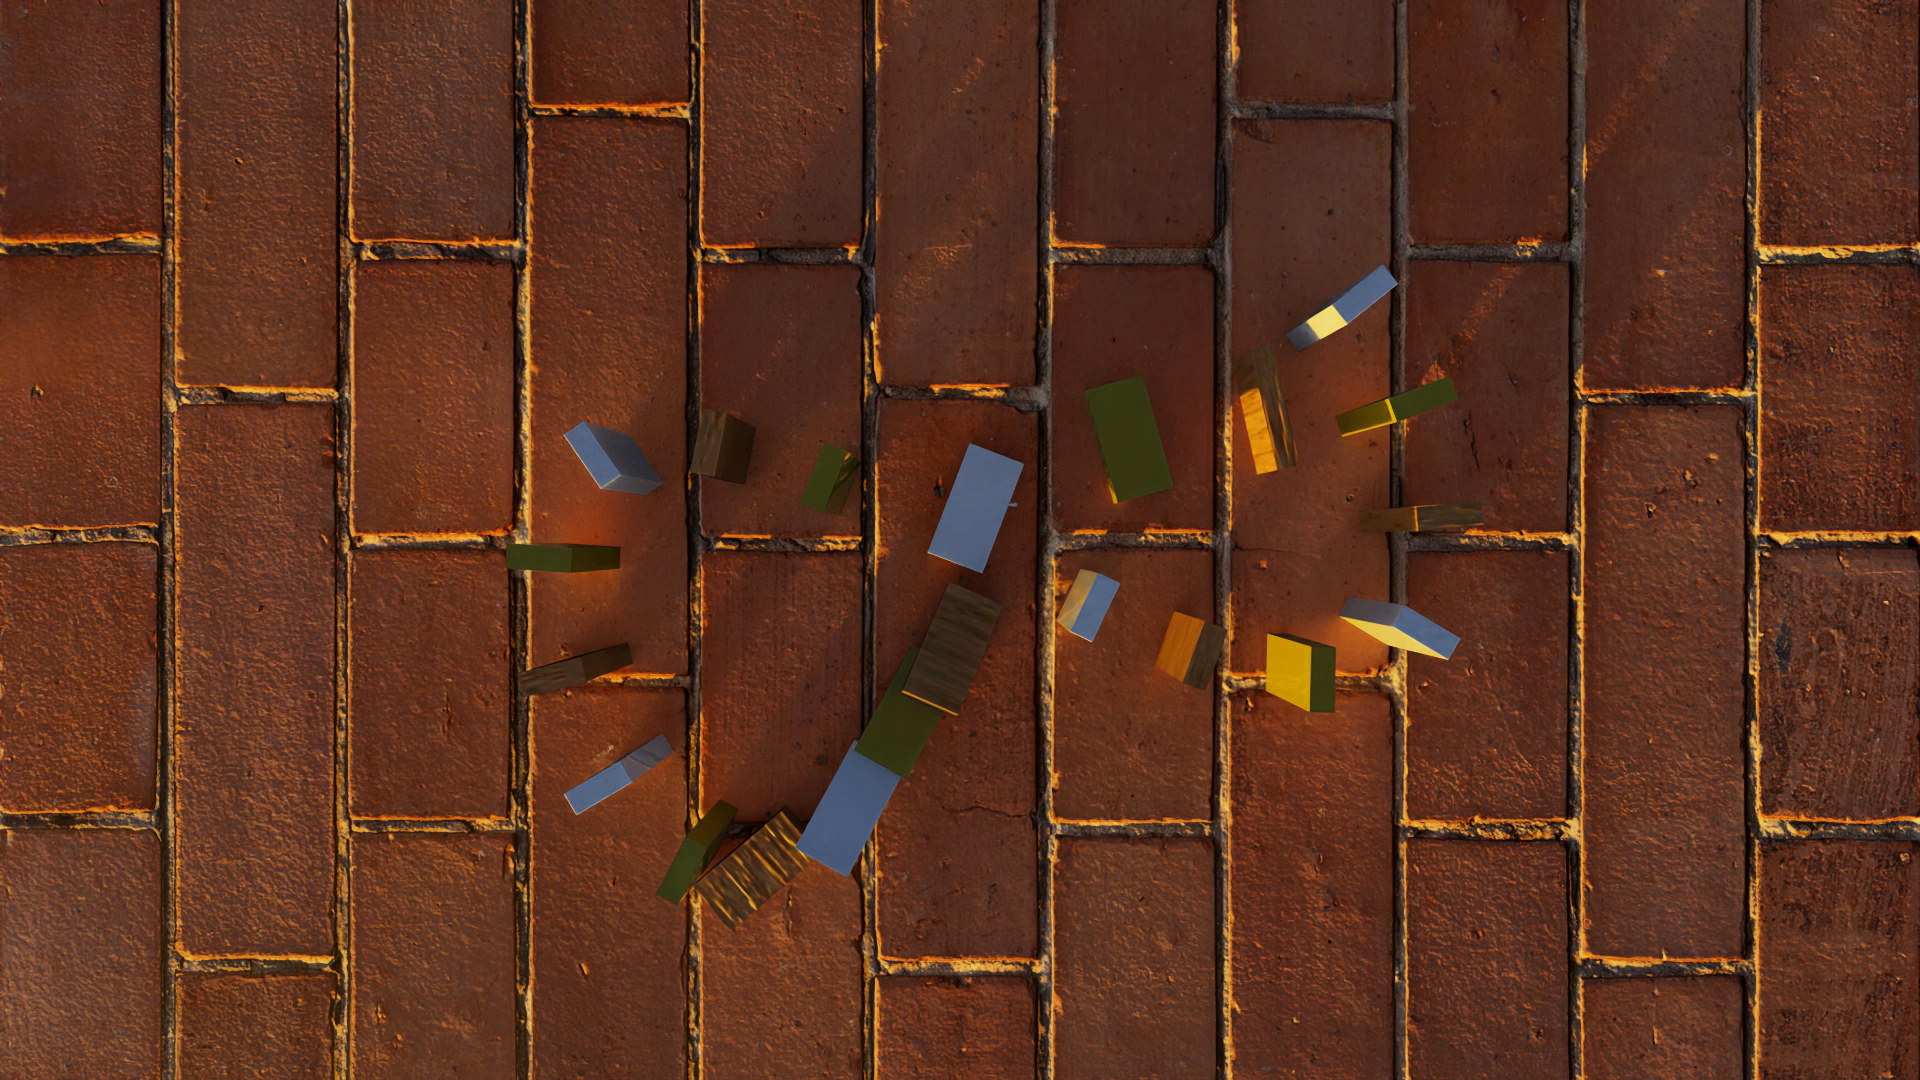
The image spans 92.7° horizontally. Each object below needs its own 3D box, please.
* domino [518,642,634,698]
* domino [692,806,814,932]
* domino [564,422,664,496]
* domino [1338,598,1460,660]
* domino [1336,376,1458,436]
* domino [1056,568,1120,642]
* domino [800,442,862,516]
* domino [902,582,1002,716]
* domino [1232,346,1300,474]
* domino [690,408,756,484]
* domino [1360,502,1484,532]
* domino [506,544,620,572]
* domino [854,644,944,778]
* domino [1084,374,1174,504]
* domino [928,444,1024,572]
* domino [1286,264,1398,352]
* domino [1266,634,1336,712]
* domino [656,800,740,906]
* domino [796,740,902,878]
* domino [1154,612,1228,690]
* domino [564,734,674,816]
[{"bbox_3d":[-0.156,0.052,0.375,0.025,0.050,0.009,-15,90,0],"label":"domino"},{"bbox_3d":[-0.087,0.141,0.395,0.050,0.010,0.025,-41,90,0],"label":"domino"},{"bbox_3d":[-0.140,-0.033,0.375,0.010,0.050,0.025,-35,90,0],"label":"domino"},{"bbox_3d":[0.178,0.035,0.375,0.025,0.050,0.009,31,90,0],"label":"domino"},{"bbox_3d":[0.177,-0.054,0.375,0.025,0.050,0.009,-20,90,0],"label":"domino"},{"bbox_3d":[0.052,0.026,0.375,0.009,0.050,0.025,26,90,0],"label":"domino"},{"bbox_3d":[-0.052,-0.024,0.375,0.010,0.050,0.025,22,90,0],"label":"domino"},{"bbox_3d":[-0.003,0.046,0.388,0.025,0.010,0.050,24,73,-2],"label":"domino"},{"bbox_3d":[0.129,-0.054,0.388,0.010,0.025,0.050,-13,90,0],"label":"domino"},{"bbox_3d":[-0.096,-0.037,0.375,0.010,0.050,0.025,11,90,0],"label":"domino"},{"bbox_3d":[0.187,-0.009,0.375,0.025,0.050,0.010,-4,90,0],"label":"domino"},{"bbox_3d":[-0.161,0.007,0.375,0.025,0.050,0.009,4,90,0],"label":"domino"},{"bbox_3d":[-0.022,0.073,0.390,0.025,0.010,0.050,29,78,0],"label":"domino"},{"bbox_3d":[0.073,-0.043,0.395,0.025,0.010,0.050,-16,90,0],"label":"domino"},{"bbox_3d":[0.007,-0.014,0.395,0.025,0.010,0.050,21,90,0],"label":"domino"},{"bbox_3d":[0.155,-0.094,0.375,0.025,0.050,0.009,-39,90,0],"label":"domino"},{"bbox_3d":[0.139,0.053,0.375,0.009,0.050,0.025,1,90,0],"label":"domino"},{"bbox_3d":[-0.106,0.126,0.375,0.010,0.050,0.025,27,90,0],"label":"domino"},{"bbox_3d":[-0.046,0.113,0.390,0.025,0.010,0.050,29,78,0],"label":"domino"},{"bbox_3d":[0.094,0.044,0.375,0.009,0.050,0.025,20,90,0],"label":"domino"},{"bbox_3d":[-0.138,0.095,0.375,0.025,0.050,0.009,-31,90,0],"label":"domino"}]
